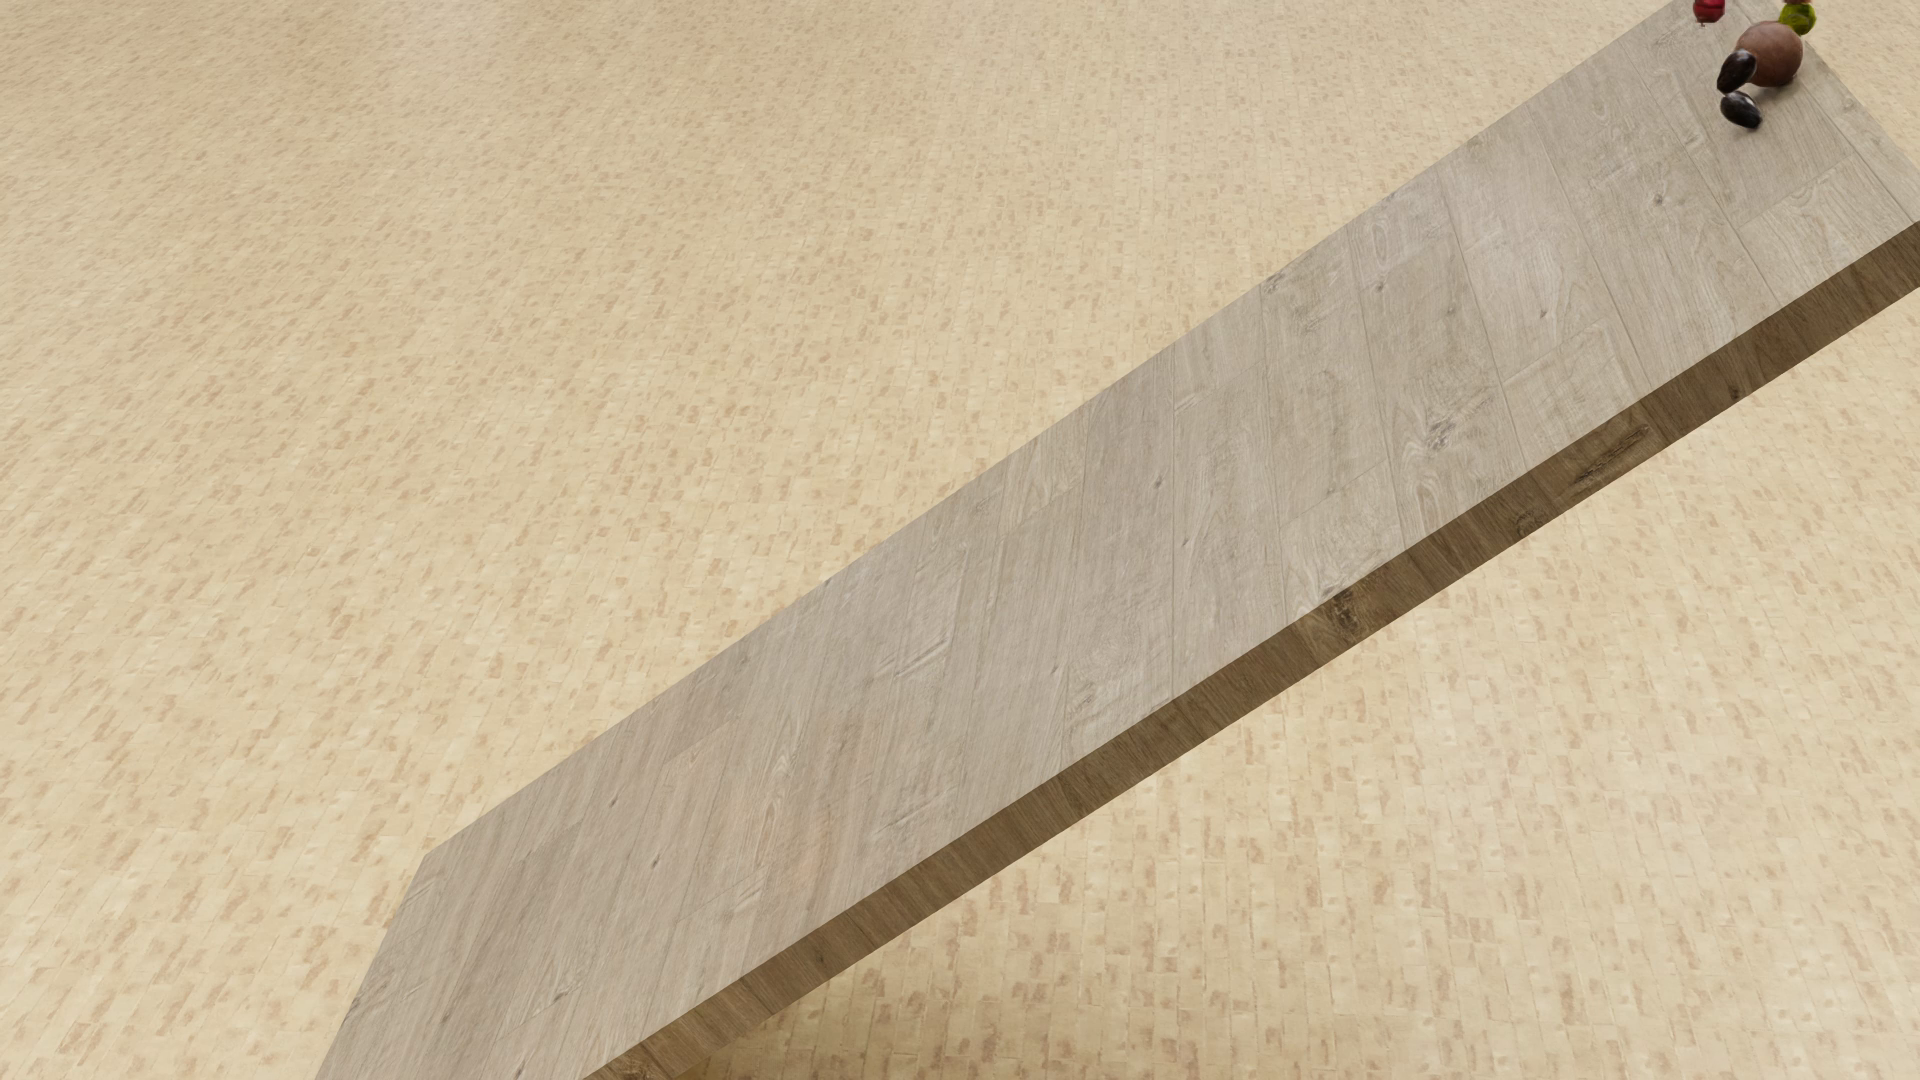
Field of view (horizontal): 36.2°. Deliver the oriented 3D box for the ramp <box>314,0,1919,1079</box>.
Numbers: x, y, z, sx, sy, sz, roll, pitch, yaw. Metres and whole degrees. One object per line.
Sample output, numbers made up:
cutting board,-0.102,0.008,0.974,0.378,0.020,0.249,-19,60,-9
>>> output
ramp,0.129,0.179,6.322,4.000,0.100,2.000,-34,16,16
